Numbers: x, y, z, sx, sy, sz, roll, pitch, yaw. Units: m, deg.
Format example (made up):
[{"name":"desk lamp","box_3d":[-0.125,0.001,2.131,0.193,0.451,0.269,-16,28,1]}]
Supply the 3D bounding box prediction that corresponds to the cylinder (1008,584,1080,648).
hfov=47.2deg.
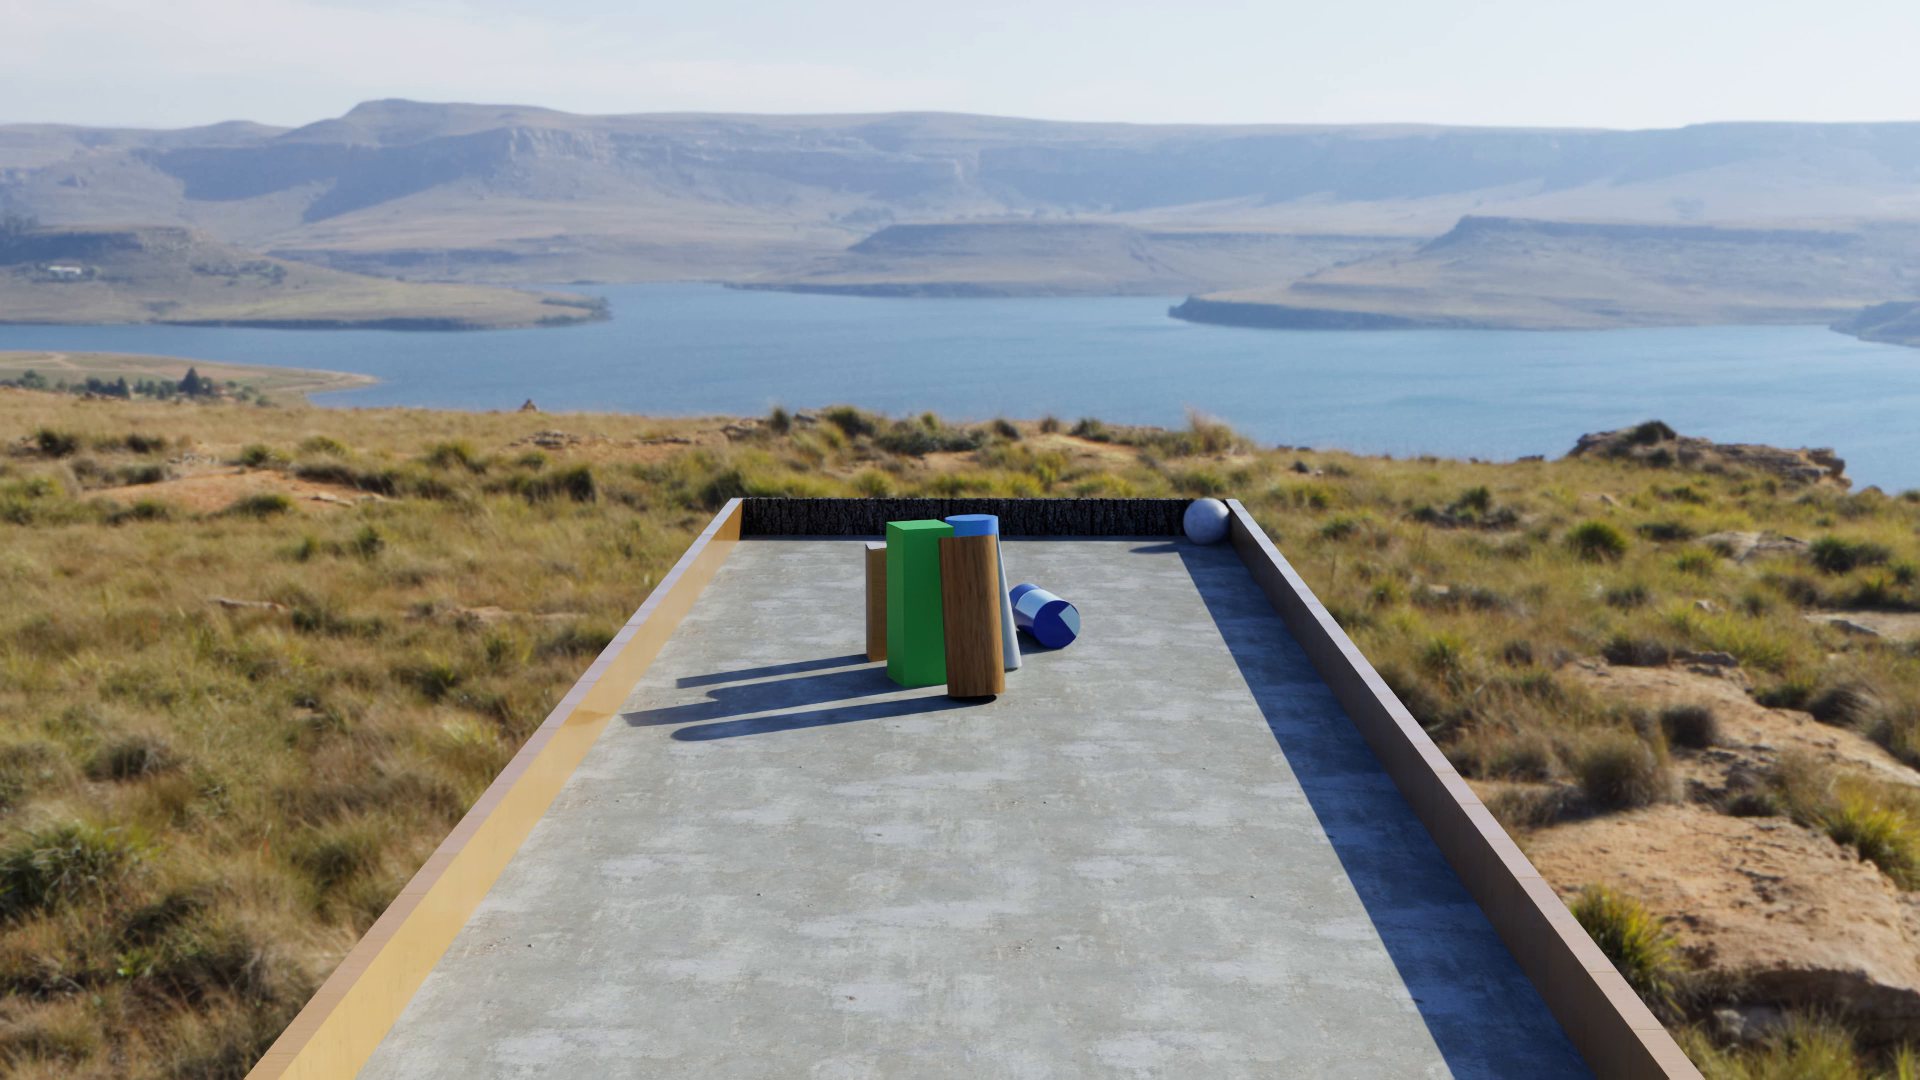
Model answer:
[{"name":"cylinder","box_3d":[0.260,0.240,7.003,0.155,0.155,0.309,-3,9,-16]}]

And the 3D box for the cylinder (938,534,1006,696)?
[{"name":"cylinder","box_3d":[0.033,0.211,6.195,0.164,0.444,0.164,-3,1,0]}]

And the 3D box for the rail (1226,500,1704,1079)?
[{"name":"rail","box_3d":[1.046,0.843,3.208,0.050,0.150,12.000,0,9,1]}]

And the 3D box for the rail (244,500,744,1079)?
[{"name":"rail","box_3d":[-1.004,0.839,3.234,0.050,0.150,12.000,0,9,1]}]

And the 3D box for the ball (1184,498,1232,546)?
[{"name":"ball","box_3d":[0.997,-0.076,8.870,0.194,0.194,0.194,0,9,0]}]

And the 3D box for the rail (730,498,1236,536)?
[{"name":"rail","box_3d":[0.099,-0.098,9.147,2.100,0.150,0.050,0,9,1]}]

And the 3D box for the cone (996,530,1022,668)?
[{"name":"cone","box_3d":[0.121,0.171,6.572,0.108,0.415,0.108,-3,2,0]}]

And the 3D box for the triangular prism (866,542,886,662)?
[{"name":"triangular prism","box_3d":[-0.251,0.185,6.728,0.136,0.348,0.117,-7,11,-37]}]

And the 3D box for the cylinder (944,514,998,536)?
[{"name":"cylinder","box_3d":[0.041,0.148,6.663,0.161,0.435,0.161,-2,7,0]}]

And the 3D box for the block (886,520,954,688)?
[{"name":"block","box_3d":[-0.116,0.182,6.392,0.154,0.460,0.154,-3,10,-20]}]
